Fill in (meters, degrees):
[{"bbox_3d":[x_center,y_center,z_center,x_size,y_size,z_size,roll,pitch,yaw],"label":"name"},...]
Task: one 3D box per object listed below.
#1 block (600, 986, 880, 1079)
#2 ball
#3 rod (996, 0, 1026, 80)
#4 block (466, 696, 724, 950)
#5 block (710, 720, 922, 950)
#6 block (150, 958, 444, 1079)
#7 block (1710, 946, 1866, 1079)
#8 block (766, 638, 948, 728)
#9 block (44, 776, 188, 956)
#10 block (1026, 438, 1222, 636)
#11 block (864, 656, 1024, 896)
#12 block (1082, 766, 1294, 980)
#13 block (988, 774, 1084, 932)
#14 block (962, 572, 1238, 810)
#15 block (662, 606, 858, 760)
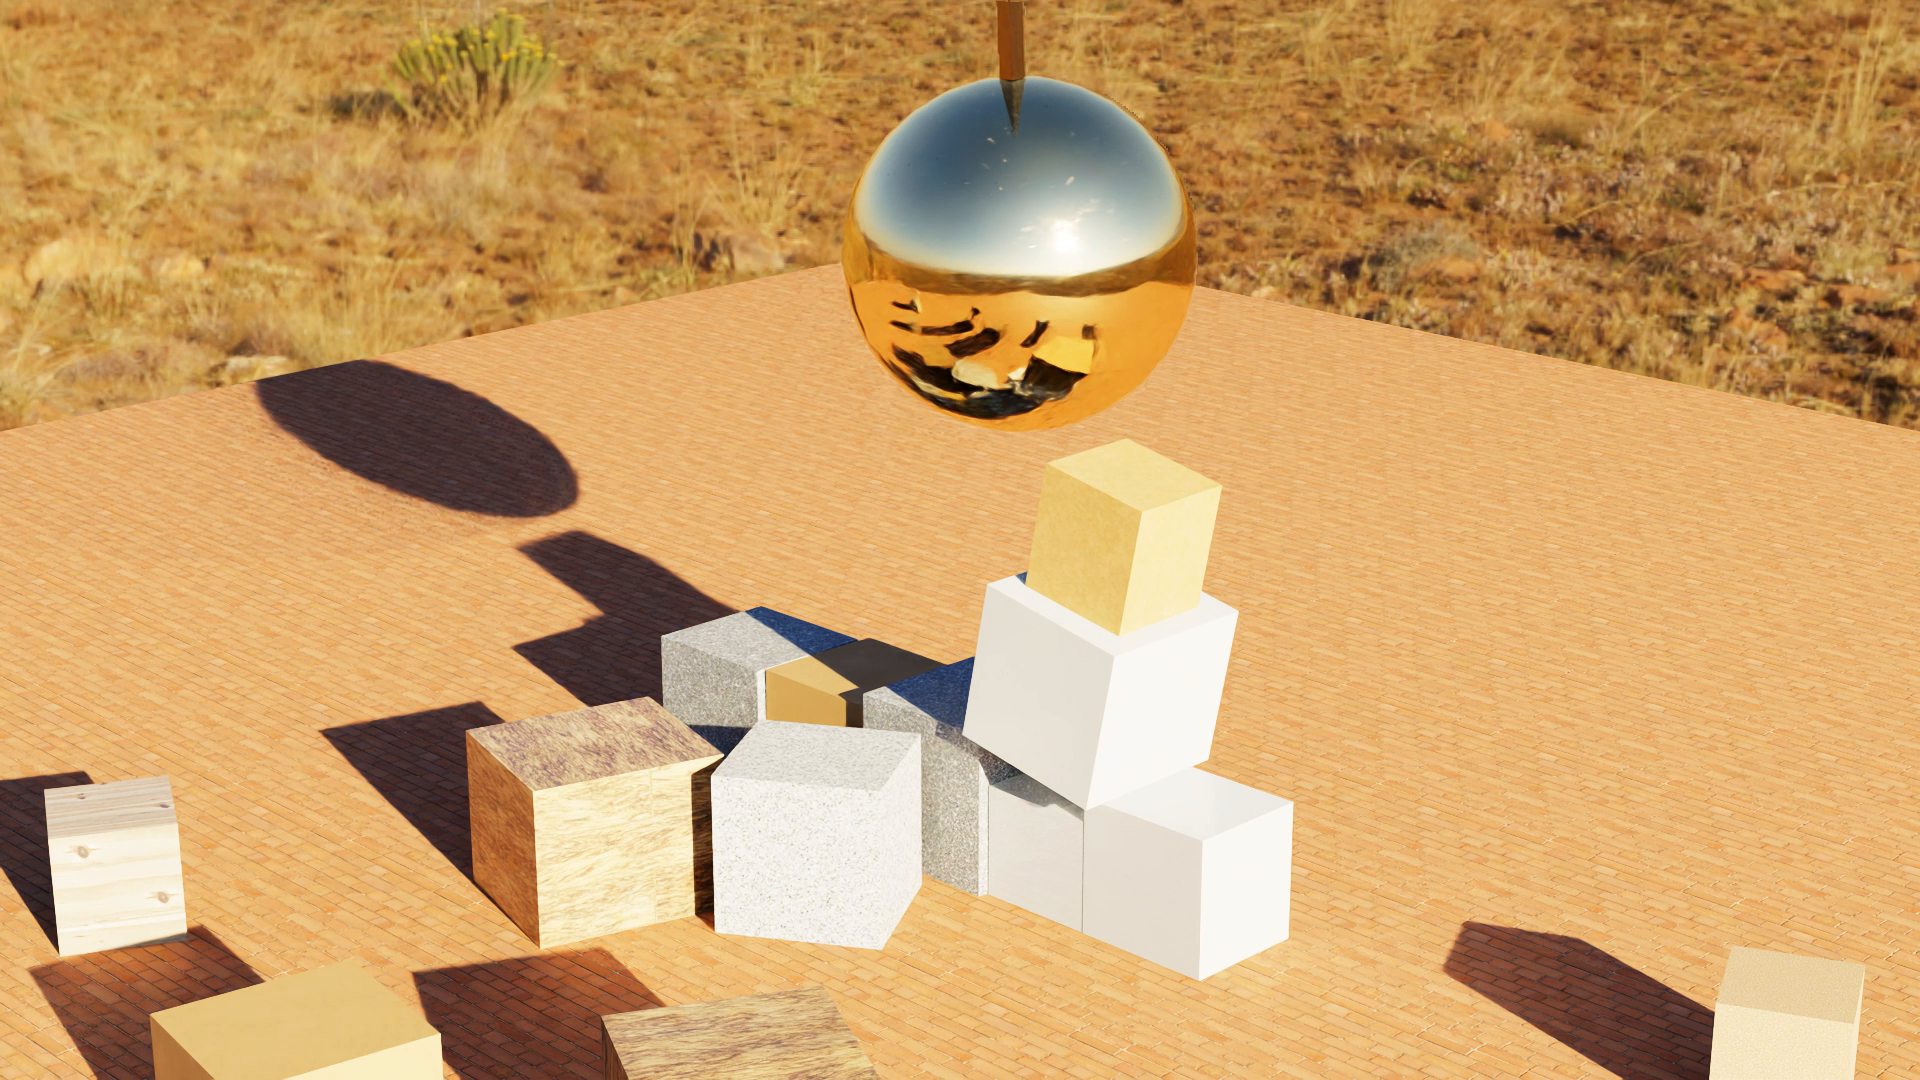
[{"bbox_3d":[-0.784,2.119,10.453,0.829,0.690,0.771,-5,18,-17],"label":"block"},{"bbox_3d":[0.267,-1.288,13.217,1.600,1.600,1.600,0,17,0],"label":"ball"},{"bbox_3d":[0.116,-4.480,12.055,0.080,5.200,0.080,17,28,42],"label":"rod"},{"bbox_3d":[-1.630,1.249,13.142,0.891,0.736,0.828,-10,20,-28],"label":"block"},{"bbox_3d":[-0.625,1.294,12.995,0.756,0.739,0.698,4,18,13],"label":"block"},{"bbox_3d":[-2.385,2.066,10.605,0.785,0.699,0.750,-12,21,-34],"label":"block"},{"bbox_3d":[3.175,1.945,11.274,0.501,0.528,0.537,6,19,20],"label":"block"},{"bbox_3d":[-0.435,0.960,14.137,0.676,0.691,0.729,-16,24,-42],"label":"block"},{"bbox_3d":[-3.715,1.426,12.897,0.534,0.547,0.586,-6,18,-17],"label":"block"},{"bbox_3d":[0.700,-0.018,12.595,0.542,0.587,0.532,29,31,35],"label":"block"},{"bbox_3d":[0.076,1.081,13.605,0.752,0.779,0.726,17,24,42],"label":"block"},{"bbox_3d":[0.986,1.426,12.738,0.597,0.641,0.671,-17,24,-42],"label":"block"},{"bbox_3d":[0.546,1.346,13.187,0.609,0.524,0.571,-17,24,-42],"label":"block"},{"bbox_3d":[0.612,0.586,12.869,0.750,0.750,0.817,29,32,36],"label":"block"},{"bbox_3d":[-0.993,0.812,14.606,0.659,0.692,0.721,-17,24,-42],"label":"block"}]
